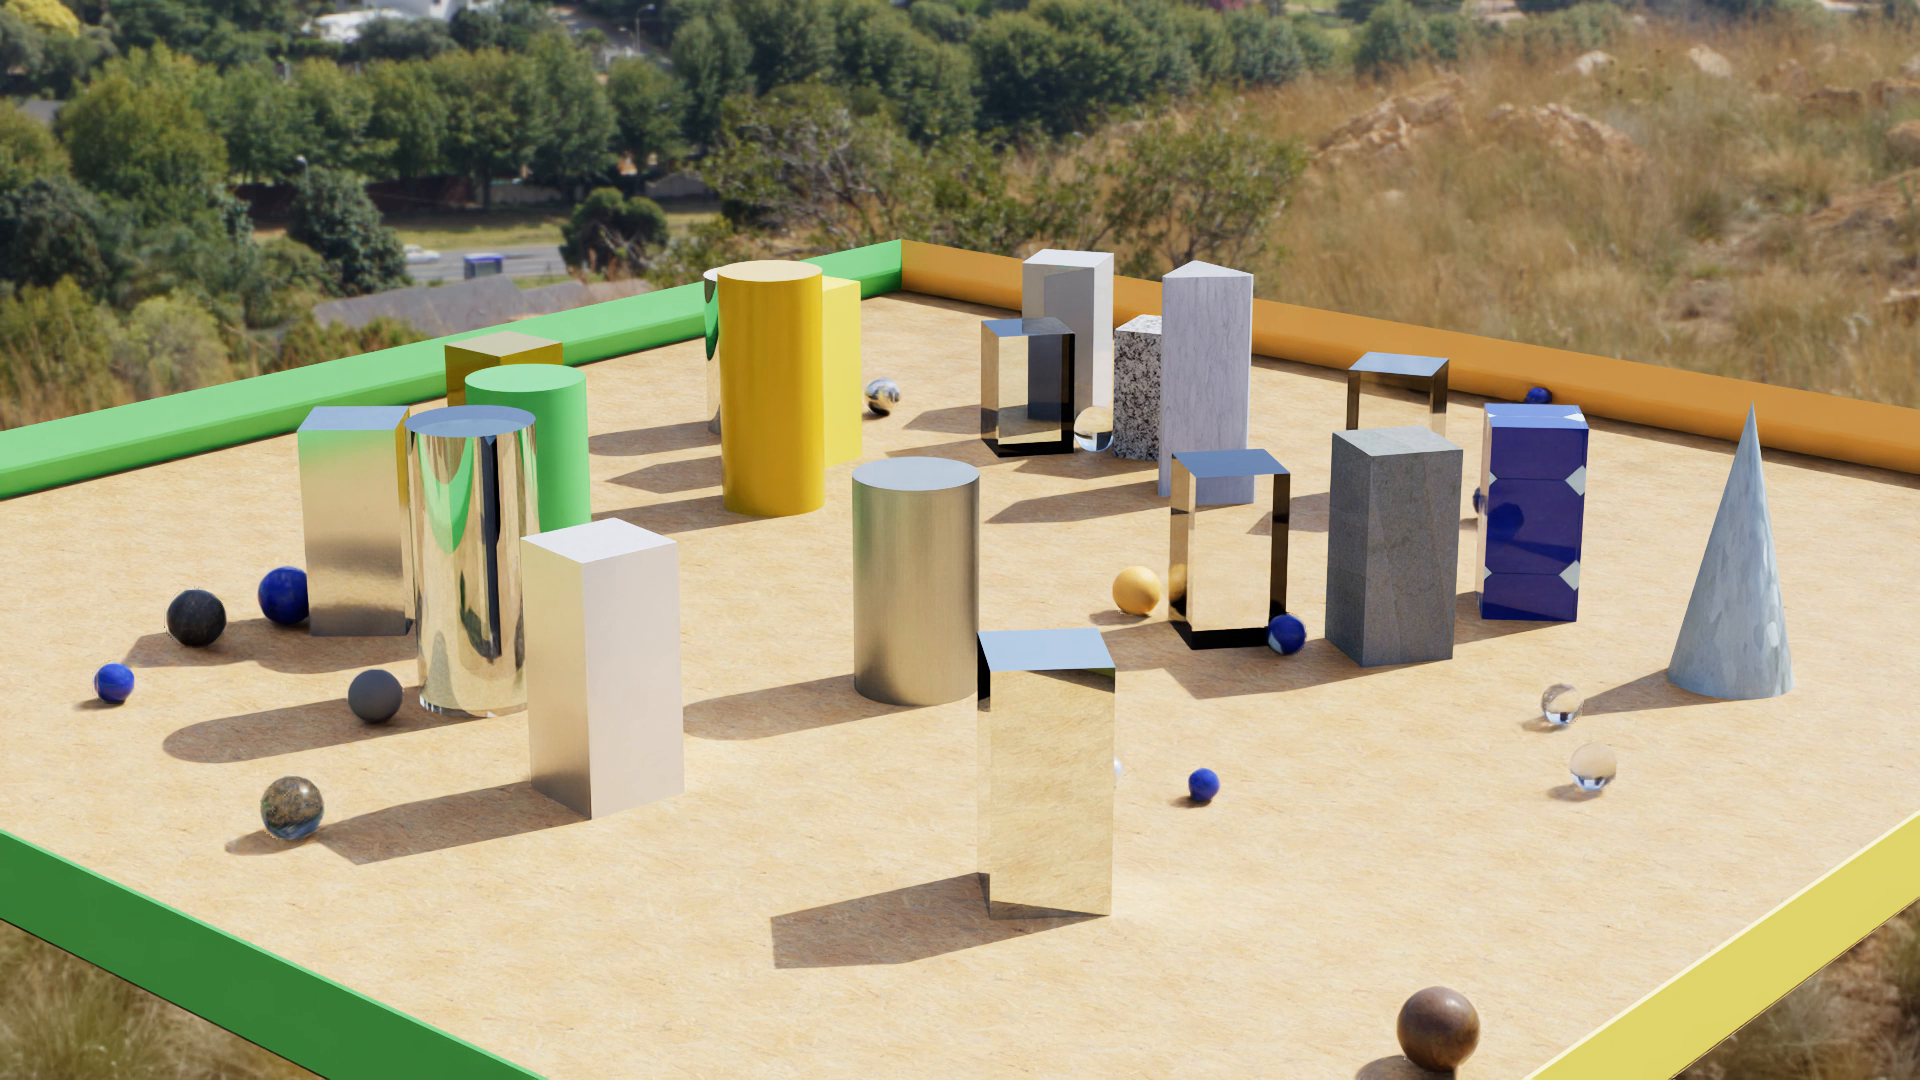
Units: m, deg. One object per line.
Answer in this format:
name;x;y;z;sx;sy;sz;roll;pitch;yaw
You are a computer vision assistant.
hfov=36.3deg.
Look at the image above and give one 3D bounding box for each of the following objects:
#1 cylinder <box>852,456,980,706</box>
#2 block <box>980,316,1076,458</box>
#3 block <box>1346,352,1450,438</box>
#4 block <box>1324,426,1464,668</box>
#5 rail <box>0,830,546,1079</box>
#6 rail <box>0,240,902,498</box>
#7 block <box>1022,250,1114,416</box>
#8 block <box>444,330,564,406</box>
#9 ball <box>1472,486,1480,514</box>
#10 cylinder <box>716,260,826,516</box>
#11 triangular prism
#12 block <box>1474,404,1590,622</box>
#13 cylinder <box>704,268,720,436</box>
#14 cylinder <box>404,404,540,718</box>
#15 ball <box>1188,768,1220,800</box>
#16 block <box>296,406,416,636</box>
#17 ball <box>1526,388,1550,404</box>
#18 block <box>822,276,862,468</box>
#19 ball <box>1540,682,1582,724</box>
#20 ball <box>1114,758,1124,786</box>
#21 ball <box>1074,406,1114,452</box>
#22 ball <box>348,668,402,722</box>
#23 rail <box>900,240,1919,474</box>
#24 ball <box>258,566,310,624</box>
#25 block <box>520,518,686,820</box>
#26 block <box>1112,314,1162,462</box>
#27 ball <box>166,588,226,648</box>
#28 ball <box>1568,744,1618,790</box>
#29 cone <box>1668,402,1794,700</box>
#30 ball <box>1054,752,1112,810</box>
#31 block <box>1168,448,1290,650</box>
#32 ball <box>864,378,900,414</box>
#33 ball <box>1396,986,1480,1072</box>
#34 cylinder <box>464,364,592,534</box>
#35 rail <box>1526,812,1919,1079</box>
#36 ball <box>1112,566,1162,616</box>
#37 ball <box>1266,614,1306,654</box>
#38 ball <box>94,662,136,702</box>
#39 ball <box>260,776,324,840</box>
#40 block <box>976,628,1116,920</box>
cylinder;-0.069;0.064;4.636;0.200;0.351;0.200;0;17;0
block;0.139;-0.317;6.072;0.160;0.253;0.160;-4;17;-12
block;0.843;-0.208;5.672;0.160;0.274;0.160;6;18;20
block;0.709;0.009;4.810;0.160;0.356;0.160;-5;17;-15
rail;-1.205;0.433;3.790;3.639;0.130;0.045;14;22;39
rail;-1.356;-0.307;6.247;0.045;0.130;3.725;14;22;39
block;0.234;-0.451;6.380;0.160;0.331;0.160;5;18;17
block;-0.881;-0.233;5.701;0.160;0.305;0.160;14;21;38
ball;1.012;-0.074;5.563;0.079;0.079;0.079;0;17;0
cylinder;-0.361;-0.292;5.632;0.200;0.458;0.200;0;17;0
triangular prism;0.469;-0.319;5.757;0.173;0.437;0.150;-2;17;-5
block;0.978;-0.048;5.027;0.160;0.340;0.160;1;17;5
cylinder;-0.439;-0.401;6.212;0.200;0.332;0.200;0;17;0
cylinder;-0.753;0.032;4.571;0.200;0.449;0.200;0;17;0
ball;0.350;0.351;4.209;0.047;0.047;0.047;0;17;0
block;-1.011;-0.032;4.944;0.160;0.358;0.160;0;17;-2
ball;1.257;-0.305;6.375;0.055;0.055;0.055;0;17;0
block;-0.313;-0.342;5.960;0.160;0.365;0.160;12;21;35
ball;0.925;0.251;4.512;0.063;0.063;0.063;0;17;0
ball;0.217;0.337;4.258;0.046;0.046;0.046;0;17;0
ball;0.280;-0.230;6.054;0.096;0.096;0.096;0;17;0
ball;-0.900;0.240;4.516;0.083;0.083;0.083;0;17;0
rail;1.205;-0.368;6.449;3.639;0.130;0.045;14;22;39
ball;-1.141;0.094;4.971;0.100;0.100;0.100;0;17;0
block;-0.510;0.182;4.195;0.160;0.380;0.160;-14;21;-38
block;0.419;-0.311;6.027;0.160;0.266;0.160;7;18;22
ball;-1.266;0.129;4.859;0.097;0.097;0.097;0;17;0
ball;0.917;0.329;4.247;0.068;0.068;0.068;0;17;0
cone;1.239;0.002;4.650;0.200;0.462;0.200;0;17;0
ball;0.174;0.342;4.175;0.083;0.083;0.083;0;17;0
block;0.448;0.014;4.896;0.160;0.296;0.160;-3;17;-10
ball;-0.168;-0.312;6.357;0.078;0.078;0.078;0;17;0
ball;0.555;0.567;3.403;0.098;0.098;0.098;0;17;0
cylinder;-0.724;-0.068;4.946;0.200;0.424;0.200;0;17;0
rail;1.356;0.372;3.992;0.045;0.130;3.725;14;22;39
ball;0.302;0.087;5.021;0.085;0.085;0.085;0;17;0
ball;0.535;0.155;4.825;0.067;0.067;0.067;0;17;0
ball;-1.328;0.224;4.602;0.063;0.063;0.063;0;17;0
ball;-0.927;0.372;4.069;0.088;0.088;0.088;0;17;0
block;0.110;0.305;3.847;0.160;0.343;0.160;-2;17;-5
